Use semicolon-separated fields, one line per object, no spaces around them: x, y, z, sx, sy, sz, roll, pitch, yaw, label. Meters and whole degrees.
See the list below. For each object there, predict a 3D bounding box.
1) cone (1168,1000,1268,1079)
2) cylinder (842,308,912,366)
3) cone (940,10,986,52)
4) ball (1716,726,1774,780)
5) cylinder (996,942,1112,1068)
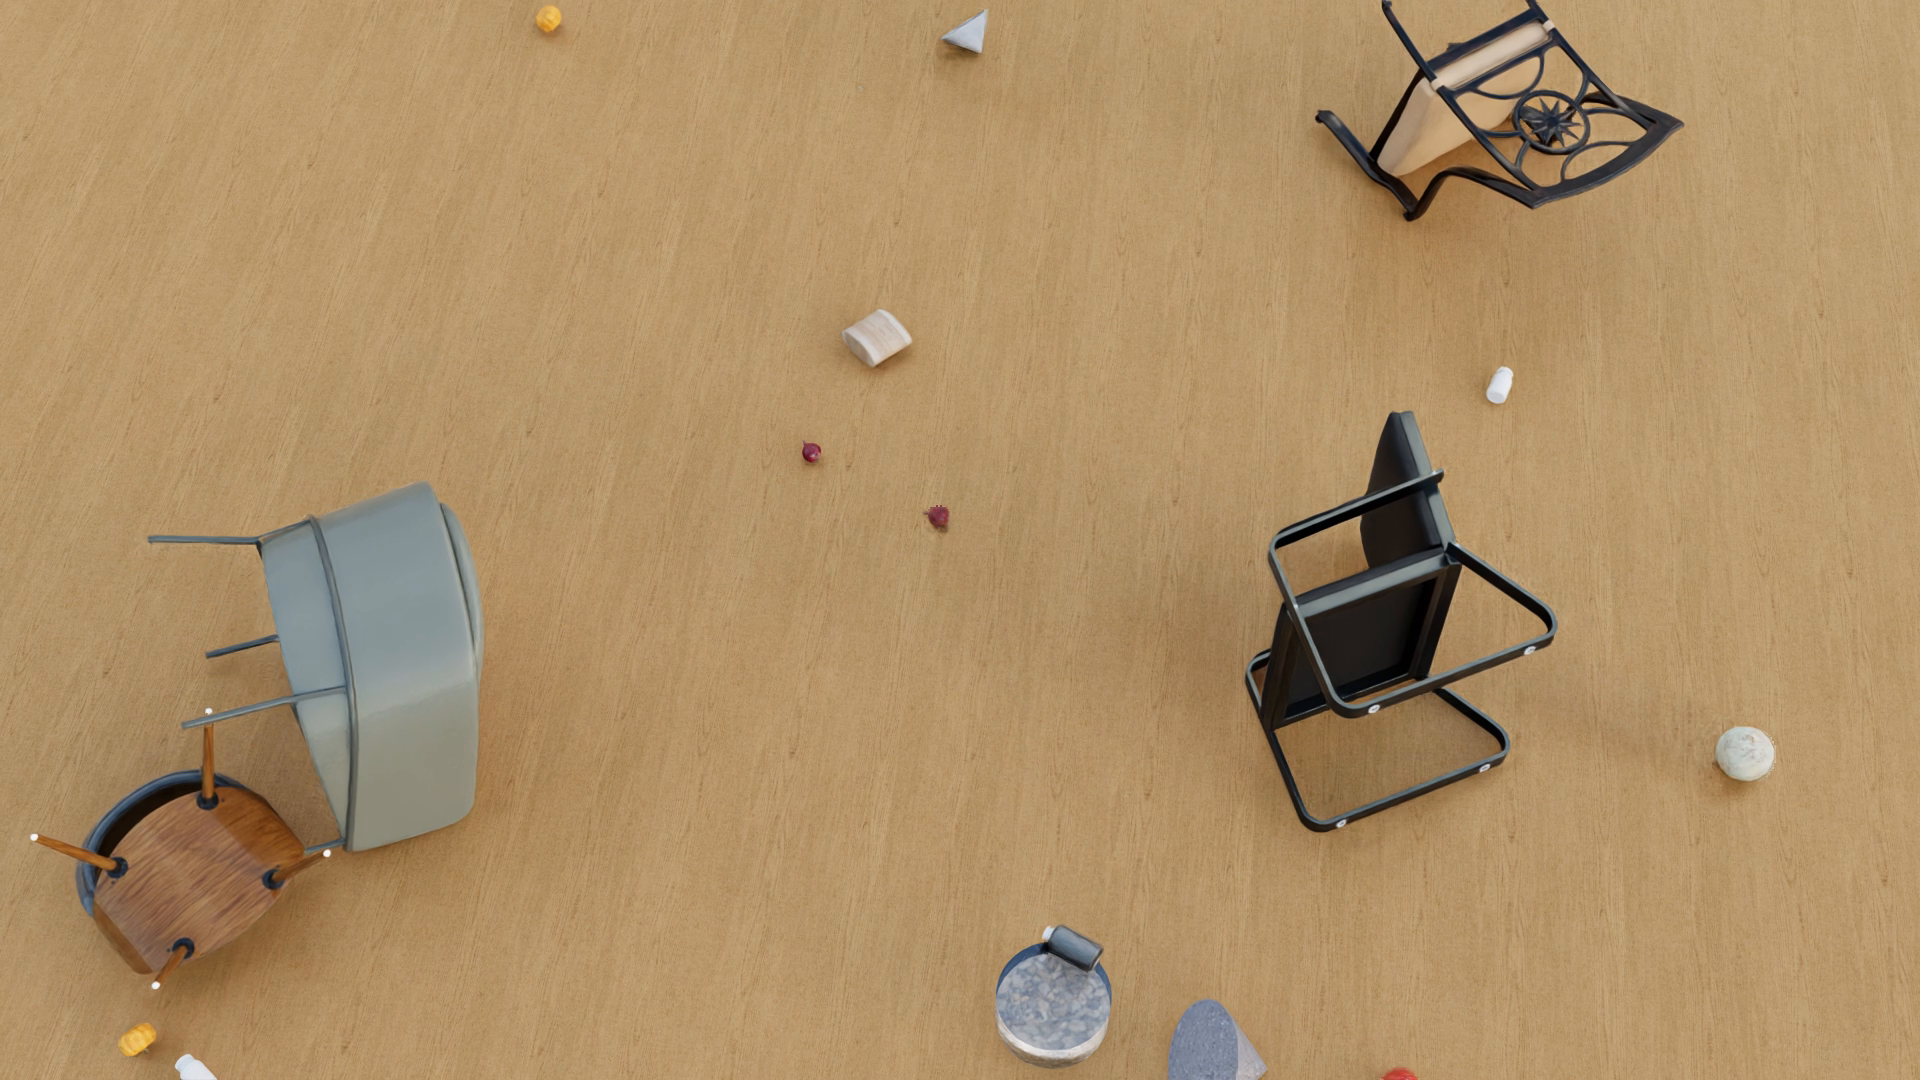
0.703;1.339;5.603;0.219;0.273;0.314;14;83;-31;cone
-0.263;-0.640;6.953;0.151;0.083;0.176;-33;57;-20;cylinder
0.042;-1.756;7.707;0.193;0.117;0.208;-26;15;25;cone
2.172;0.590;6.086;0.153;0.153;0.153;0;56;0;ball
0.241;1.203;5.689;0.300;0.129;0.295;-30;61;-18;cylinder
